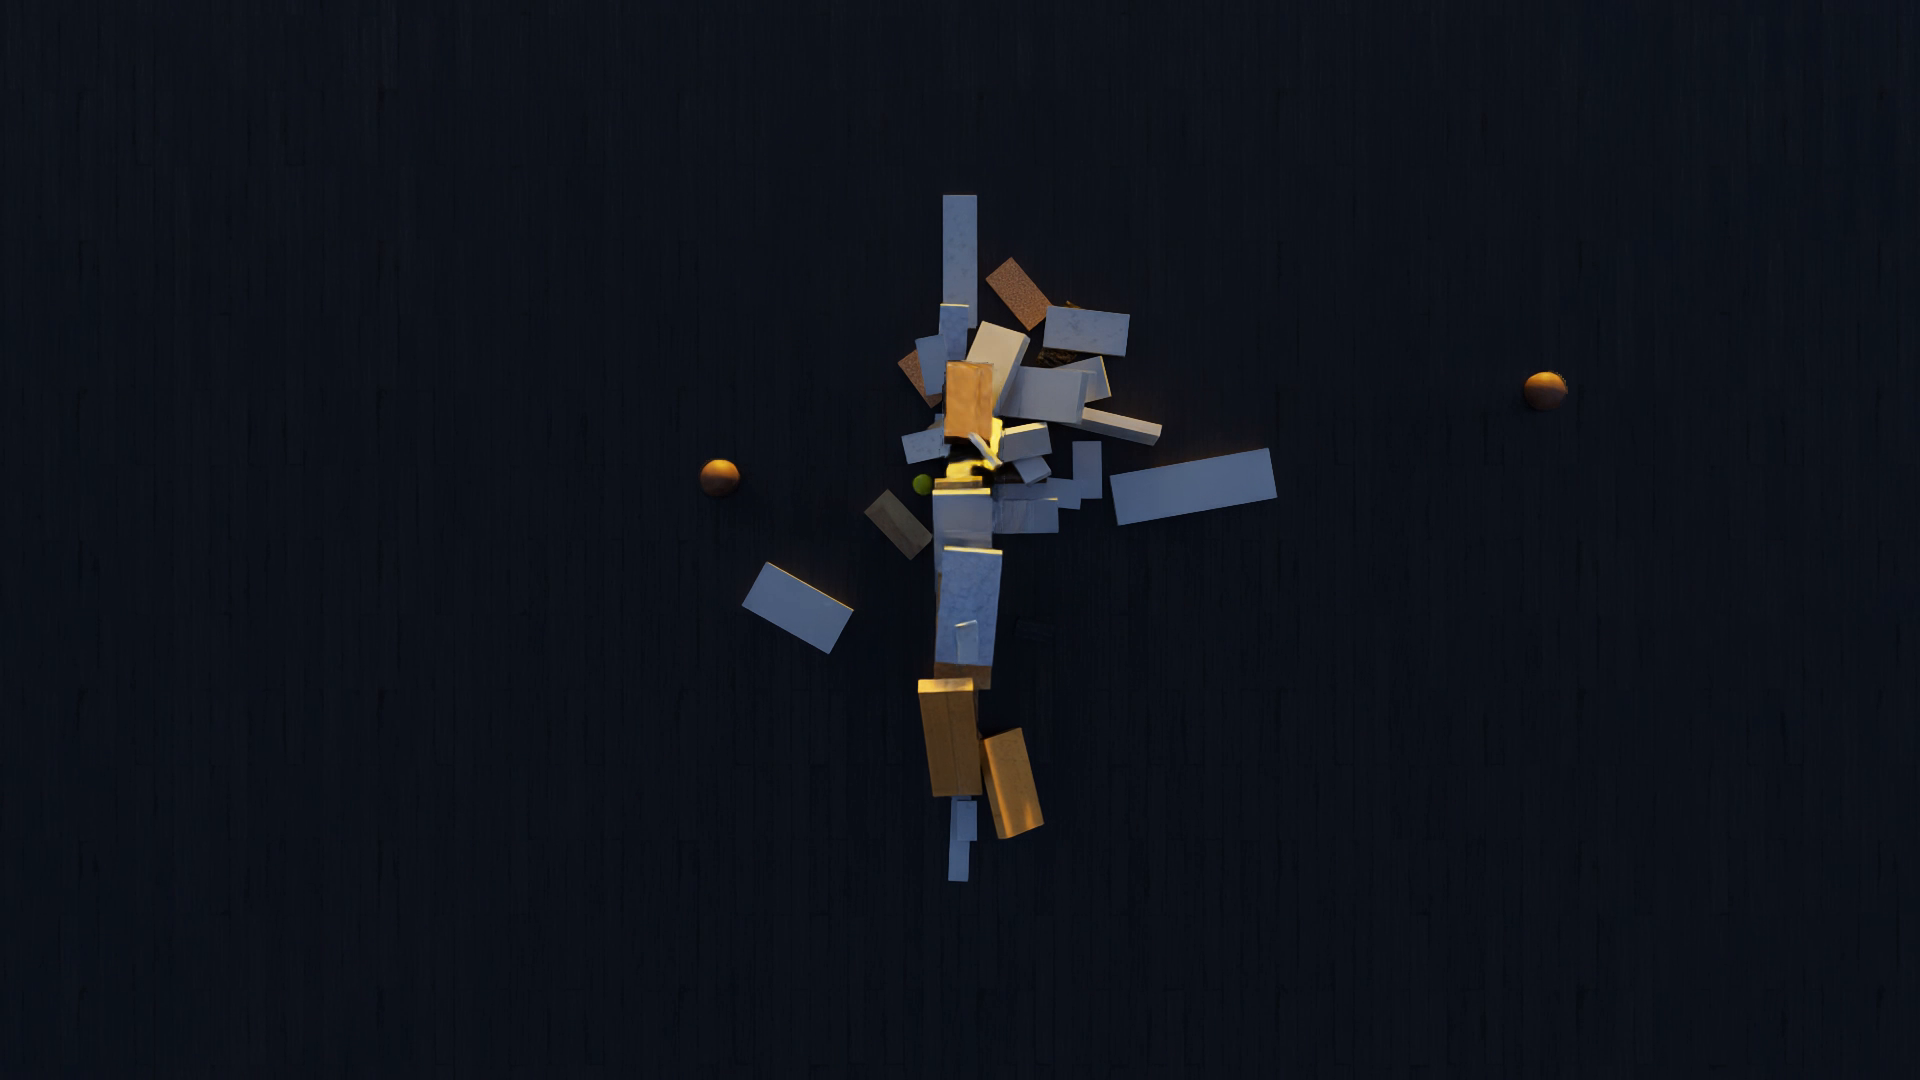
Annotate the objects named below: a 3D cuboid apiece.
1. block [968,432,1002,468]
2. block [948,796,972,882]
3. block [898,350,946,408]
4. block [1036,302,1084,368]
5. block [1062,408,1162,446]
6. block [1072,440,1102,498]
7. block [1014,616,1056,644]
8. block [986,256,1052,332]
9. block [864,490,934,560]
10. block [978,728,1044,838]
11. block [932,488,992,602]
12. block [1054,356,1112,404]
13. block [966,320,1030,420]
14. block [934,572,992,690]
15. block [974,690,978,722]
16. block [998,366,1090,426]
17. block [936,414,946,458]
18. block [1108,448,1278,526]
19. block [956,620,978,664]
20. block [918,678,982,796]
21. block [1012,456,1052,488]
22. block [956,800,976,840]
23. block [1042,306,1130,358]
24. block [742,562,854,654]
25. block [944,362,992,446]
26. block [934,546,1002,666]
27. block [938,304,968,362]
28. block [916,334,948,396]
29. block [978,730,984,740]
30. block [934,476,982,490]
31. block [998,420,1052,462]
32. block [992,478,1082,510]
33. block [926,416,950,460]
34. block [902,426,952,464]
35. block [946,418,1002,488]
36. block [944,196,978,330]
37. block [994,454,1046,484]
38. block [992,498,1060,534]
[{"bbox_3d":[0.079,-0.280,5.148,0.018,0.064,0.129,-42,78,13],"label":"block"},{"bbox_3d":[0.003,0.924,5.491,0.066,0.019,0.419,2,90,0],"label":"block"},{"bbox_3d":[-0.114,-0.540,5.487,0.094,0.027,0.188,-36,90,0],"label":"block"},{"bbox_3d":[0.353,-0.668,5.484,0.113,0.032,0.226,28,90,0],"label":"block"},{"bbox_3d":[0.495,-0.379,5.429,0.319,0.136,0.039,13,80,0],"label":"block"},{"bbox_3d":[0.423,-0.233,5.487,0.095,0.027,0.190,-1,90,0],"label":"block"},{"bbox_3d":[0.248,0.299,5.491,0.129,0.018,0.064,13,90,0],"label":"block"},{"bbox_3d":[0.200,-0.817,5.484,0.113,0.032,0.226,-40,90,0],"label":"block"},{"bbox_3d":[-0.202,-0.051,5.484,0.112,0.032,0.223,-44,90,0],"label":"block"},{"bbox_3d":[0.164,0.799,5.430,0.165,0.047,0.330,-13,90,-38],"label":"block"},{"bbox_3d":[0.010,0.033,5.126,0.179,0.051,0.391,-1,112,1],"label":"block"},{"bbox_3d":[0.350,-0.507,5.442,0.273,0.039,0.136,-13,93,16],"label":"block"},{"bbox_3d":[0.088,-0.538,5.420,0.167,0.047,0.335,21,87,27],"label":"block"},{"bbox_3d":[0.014,0.285,5.144,0.179,0.051,0.358,3,103,0],"label":"block"},{"bbox_3d":[-0.005,0.449,5.228,0.126,0.036,0.252,0,90,0],"label":"block"},{"bbox_3d":[0.252,-0.477,5.391,0.335,0.047,0.167,9,90,32],"label":"block"},{"bbox_3d":[-0.043,-0.345,5.473,0.075,0.021,0.150,-1,78,1],"label":"block"},{"bbox_3d":[0.772,-0.176,5.476,0.533,0.047,0.167,-10,90,0],"label":"block"},{"bbox_3d":[0.022,0.313,5.044,0.064,0.018,0.129,-8,114,-15],"label":"block"},{"bbox_3d":[-0.026,0.635,5.244,0.165,0.589,0.047,-2,49,3],"label":"block"},{"bbox_3d":[0.216,-0.272,5.443,0.093,0.026,0.185,-28,64,-6],"label":"block"},{"bbox_3d":[0.023,0.930,5.472,0.066,0.019,0.131,0,90,0],"label":"block"},{"bbox_3d":[0.416,-0.689,5.449,0.273,0.039,0.136,6,90,0],"label":"block"},{"bbox_3d":[-0.538,0.225,5.477,0.330,0.047,0.165,29,90,0],"label":"block"},{"bbox_3d":[0.026,-0.438,5.289,0.148,0.042,0.295,4,58,-5],"label":"block"},{"bbox_3d":[0.026,0.204,5.072,0.179,0.051,0.358,5,103,0],"label":"block"},{"bbox_3d":[-0.023,-0.684,5.460,0.094,0.027,0.188,3,107,-1],"label":"block"},{"bbox_3d":[-0.084,-0.579,5.447,0.094,0.027,0.188,-12,98,0],"label":"block"},{"bbox_3d":[0.041,0.661,5.491,0.066,0.019,0.131,-40,90,0],"label":"block"},{"bbox_3d":[0.005,-0.035,5.150,0.148,0.042,0.328,-3,111,2],"label":"block"},{"bbox_3d":[0.182,-0.315,5.389,0.223,0.032,0.112,-11,131,2],"label":"block"},{"bbox_3d":[0.250,-0.164,5.472,0.306,0.027,0.095,6,90,6],"label":"block"},{"bbox_3d":[-0.037,-0.329,5.446,0.075,0.021,0.150,-34,80,-3],"label":"block"},{"bbox_3d":[-0.099,-0.315,5.434,0.190,0.027,0.095,-11,95,33],"label":"block"},{"bbox_3d":[0.045,-0.269,5.244,0.148,0.042,0.295,5,51,6],"label":"block"},{"bbox_3d":[0.000,-0.923,5.484,0.113,0.032,0.441,0,90,0],"label":"block"},{"bbox_3d":[0.172,-0.235,5.460,0.229,0.026,0.093,0,62,2],"label":"block"},{"bbox_3d":[0.213,-0.080,5.456,0.223,0.032,0.112,-1,105,8],"label":"block"}]
